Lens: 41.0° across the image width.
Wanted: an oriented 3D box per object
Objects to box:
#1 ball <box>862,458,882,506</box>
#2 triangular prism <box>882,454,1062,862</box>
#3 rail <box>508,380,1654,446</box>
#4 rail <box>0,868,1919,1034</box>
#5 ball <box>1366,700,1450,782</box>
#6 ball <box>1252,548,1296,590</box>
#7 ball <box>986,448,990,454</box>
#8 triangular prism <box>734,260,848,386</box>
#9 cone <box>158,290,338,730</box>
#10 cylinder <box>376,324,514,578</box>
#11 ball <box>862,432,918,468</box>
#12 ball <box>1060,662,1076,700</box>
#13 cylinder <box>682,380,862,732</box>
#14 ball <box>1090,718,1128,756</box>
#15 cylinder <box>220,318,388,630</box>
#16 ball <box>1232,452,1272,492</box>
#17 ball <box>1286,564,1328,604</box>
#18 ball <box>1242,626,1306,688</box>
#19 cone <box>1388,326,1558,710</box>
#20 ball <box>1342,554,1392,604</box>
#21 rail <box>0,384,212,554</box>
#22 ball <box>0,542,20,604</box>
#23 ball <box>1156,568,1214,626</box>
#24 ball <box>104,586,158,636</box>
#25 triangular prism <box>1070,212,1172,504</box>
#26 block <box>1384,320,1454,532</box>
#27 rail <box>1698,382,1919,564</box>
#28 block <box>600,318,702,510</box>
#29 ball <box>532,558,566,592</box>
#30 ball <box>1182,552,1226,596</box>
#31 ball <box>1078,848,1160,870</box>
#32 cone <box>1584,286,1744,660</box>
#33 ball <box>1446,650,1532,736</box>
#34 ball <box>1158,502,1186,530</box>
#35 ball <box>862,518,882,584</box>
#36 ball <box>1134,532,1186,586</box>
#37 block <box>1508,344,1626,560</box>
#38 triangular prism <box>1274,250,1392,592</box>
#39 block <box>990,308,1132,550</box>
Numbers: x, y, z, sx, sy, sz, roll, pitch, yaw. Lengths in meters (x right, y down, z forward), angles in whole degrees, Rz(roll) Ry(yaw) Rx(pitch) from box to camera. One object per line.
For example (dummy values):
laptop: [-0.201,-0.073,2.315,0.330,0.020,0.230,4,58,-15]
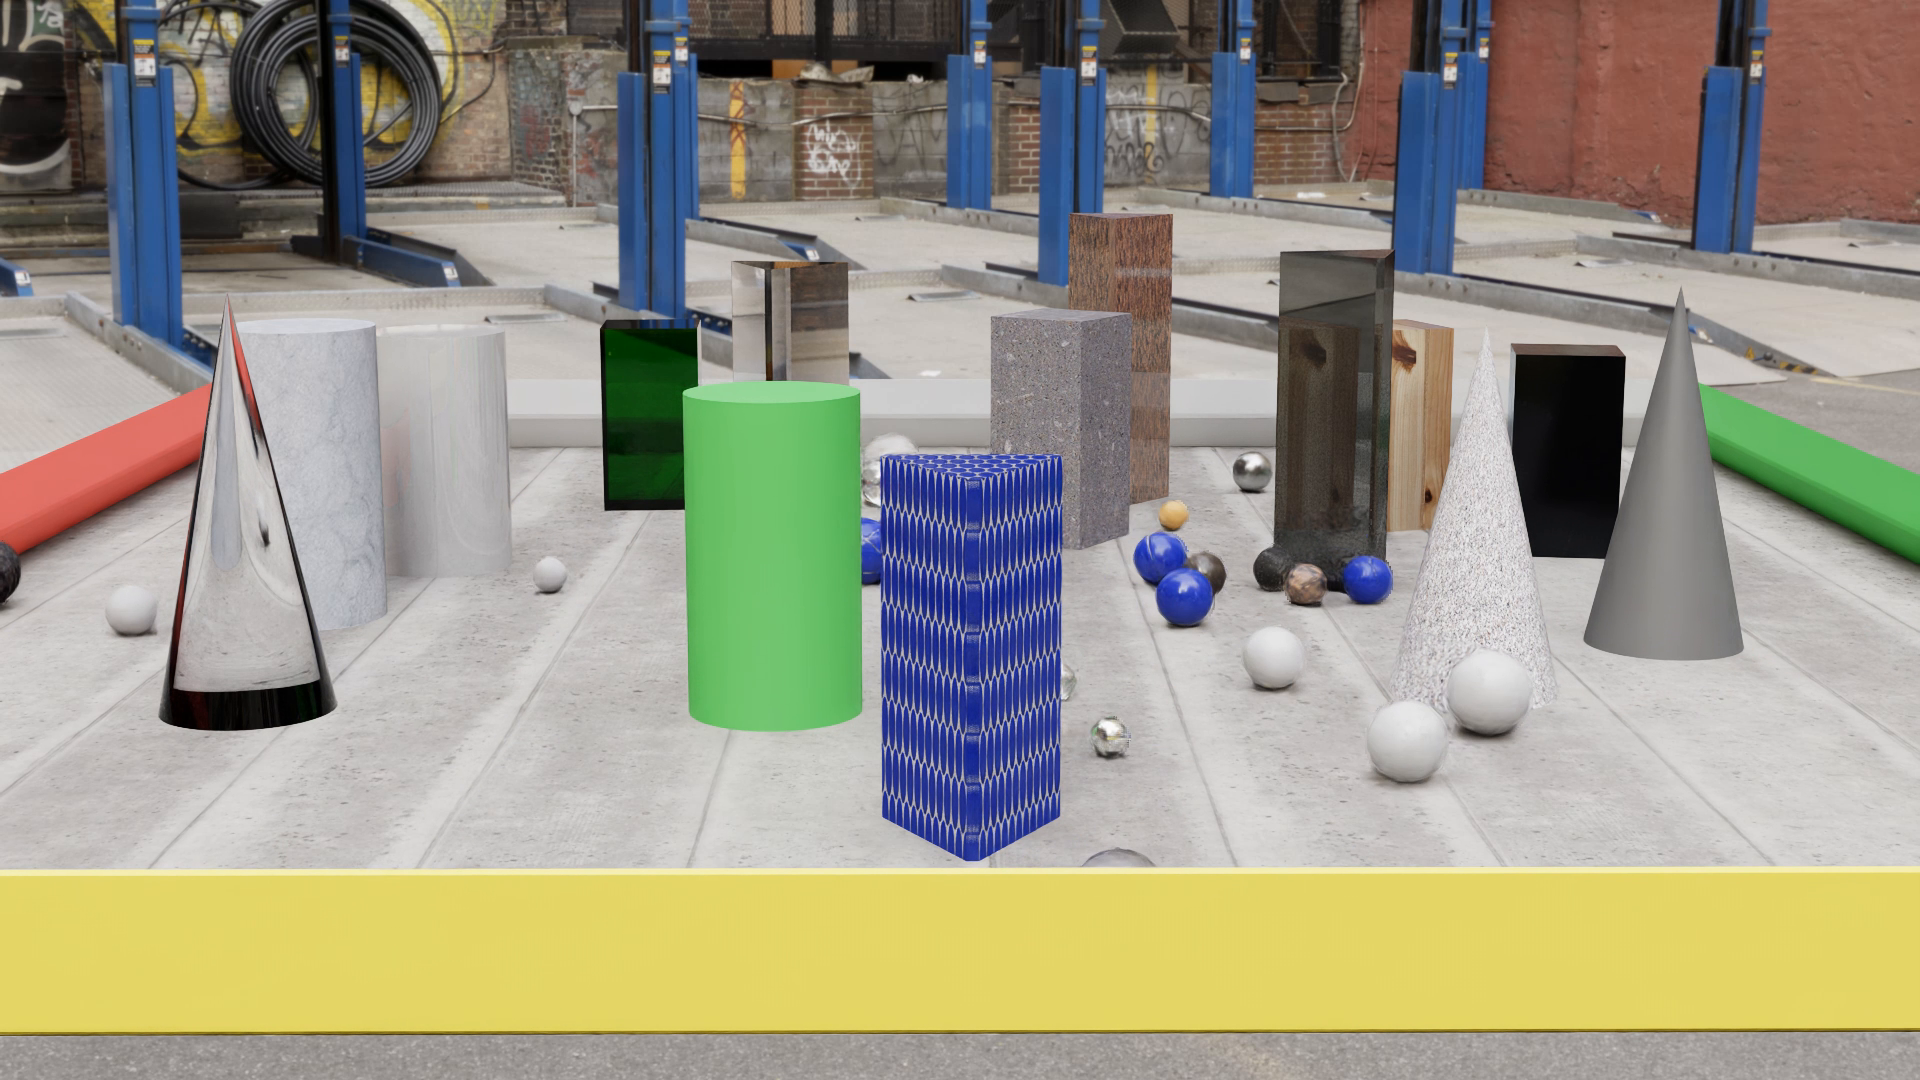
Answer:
ball: [-0.129,-0.097,4.298,0.078,0.078,0.078,0,10,0]
triangular prism: [0.033,0.101,2.455,0.149,0.359,0.172,-6,12,-30]
rail: [-0.009,-0.241,4.933,2.841,0.129,0.045,0,10,0]
rail: [0.009,0.308,1.965,2.841,0.129,0.045,0,10,0]
ball: [0.460,0.207,2.639,0.084,0.084,0.084,0,10,0]
ball: [0.441,0.041,3.602,0.060,0.060,0.060,0,10,0]
ball: [0.089,-0.137,4.473,0.092,0.092,0.092,0,10,0]
triangular prism: [-0.276,-0.186,3.778,0.149,0.442,0.172,8,13,38]
cone: [-0.816,-0.042,2.898,0.199,0.479,0.199,0,10,0]
cylinder: [-0.761,-0.134,3.760,0.199,0.346,0.199,0,10,0]
ball: [-0.121,-0.139,4.474,0.097,0.097,0.097,0,10,0]
ball: [0.112,0.164,2.976,0.046,0.046,0.046,0,10,0]
cylinder: [-0.211,0.014,2.906,0.199,0.366,0.199,0,10,0]
ball: [0.159,0.210,2.739,0.041,0.041,0.041,0,10,0]
cylinder: [-0.870,-0.090,3.406,0.199,0.389,0.199,0,10,0]
ball: [0.506,-0.118,4.434,0.070,0.070,0.070,0,10,0]
ball: [0.473,0.060,3.506,0.057,0.057,0.057,0,10,0]
ball: [0.371,0.139,3.034,0.074,0.074,0.074,0,10,0]
cone: [0.605,-0.035,2.985,0.199,0.433,0.199,0,10,0]
ball: [0.557,0.054,3.514,0.067,0.067,0.067,0,10,0]
rail: [-1.397,0.035,3.441,0.045,0.129,3.066,0,10,0]
ball: [-1.328,0.044,3.483,0.098,0.098,0.098,0,10,0]
ball: [0.295,0.075,3.373,0.077,0.077,0.077,0,10,0]
ball: [-1.072,0.091,3.319,0.064,0.064,0.064,0,10,0]
triangular prism: [0.244,-0.308,4.332,0.149,0.480,0.172,8,13,38]
block: [0.676,-0.185,4.110,0.159,0.319,0.159,-3,11,-18]
rail: [1.397,0.032,3.457,0.045,0.129,3.066,0,10,0]
block: [-0.515,-0.212,4.304,0.159,0.302,0.159,-1,11,-4]
ball: [-0.575,0.049,3.592,0.048,0.048,0.048,0,10,0]
ball: [0.337,0.049,3.549,0.064,0.064,0.064,0,10,0]
ball: [0.133,0.299,2.137,0.085,0.085,0.085,0,10,0]
cone: [0.898,-0.094,3.236,0.199,0.458,0.199,0,10,0]
ball: [0.582,0.168,2.824,0.093,0.093,0.093,0,10,0]
ball: [0.337,-0.039,4.073,0.045,0.045,0.045,0,10,0]
ball: [-0.137,0.015,3.650,0.094,0.094,0.094,0,10,0]
ball: [0.284,0.026,3.638,0.075,0.075,0.075,0,10,0]
block: [0.915,-0.137,3.894,0.159,0.304,0.159,2,11,9]
triangular prism: [0.561,-0.172,3.629,0.172,0.469,0.149,10,15,44]
block: [0.157,-0.176,3.981,0.159,0.348,0.159,7,12,31]
